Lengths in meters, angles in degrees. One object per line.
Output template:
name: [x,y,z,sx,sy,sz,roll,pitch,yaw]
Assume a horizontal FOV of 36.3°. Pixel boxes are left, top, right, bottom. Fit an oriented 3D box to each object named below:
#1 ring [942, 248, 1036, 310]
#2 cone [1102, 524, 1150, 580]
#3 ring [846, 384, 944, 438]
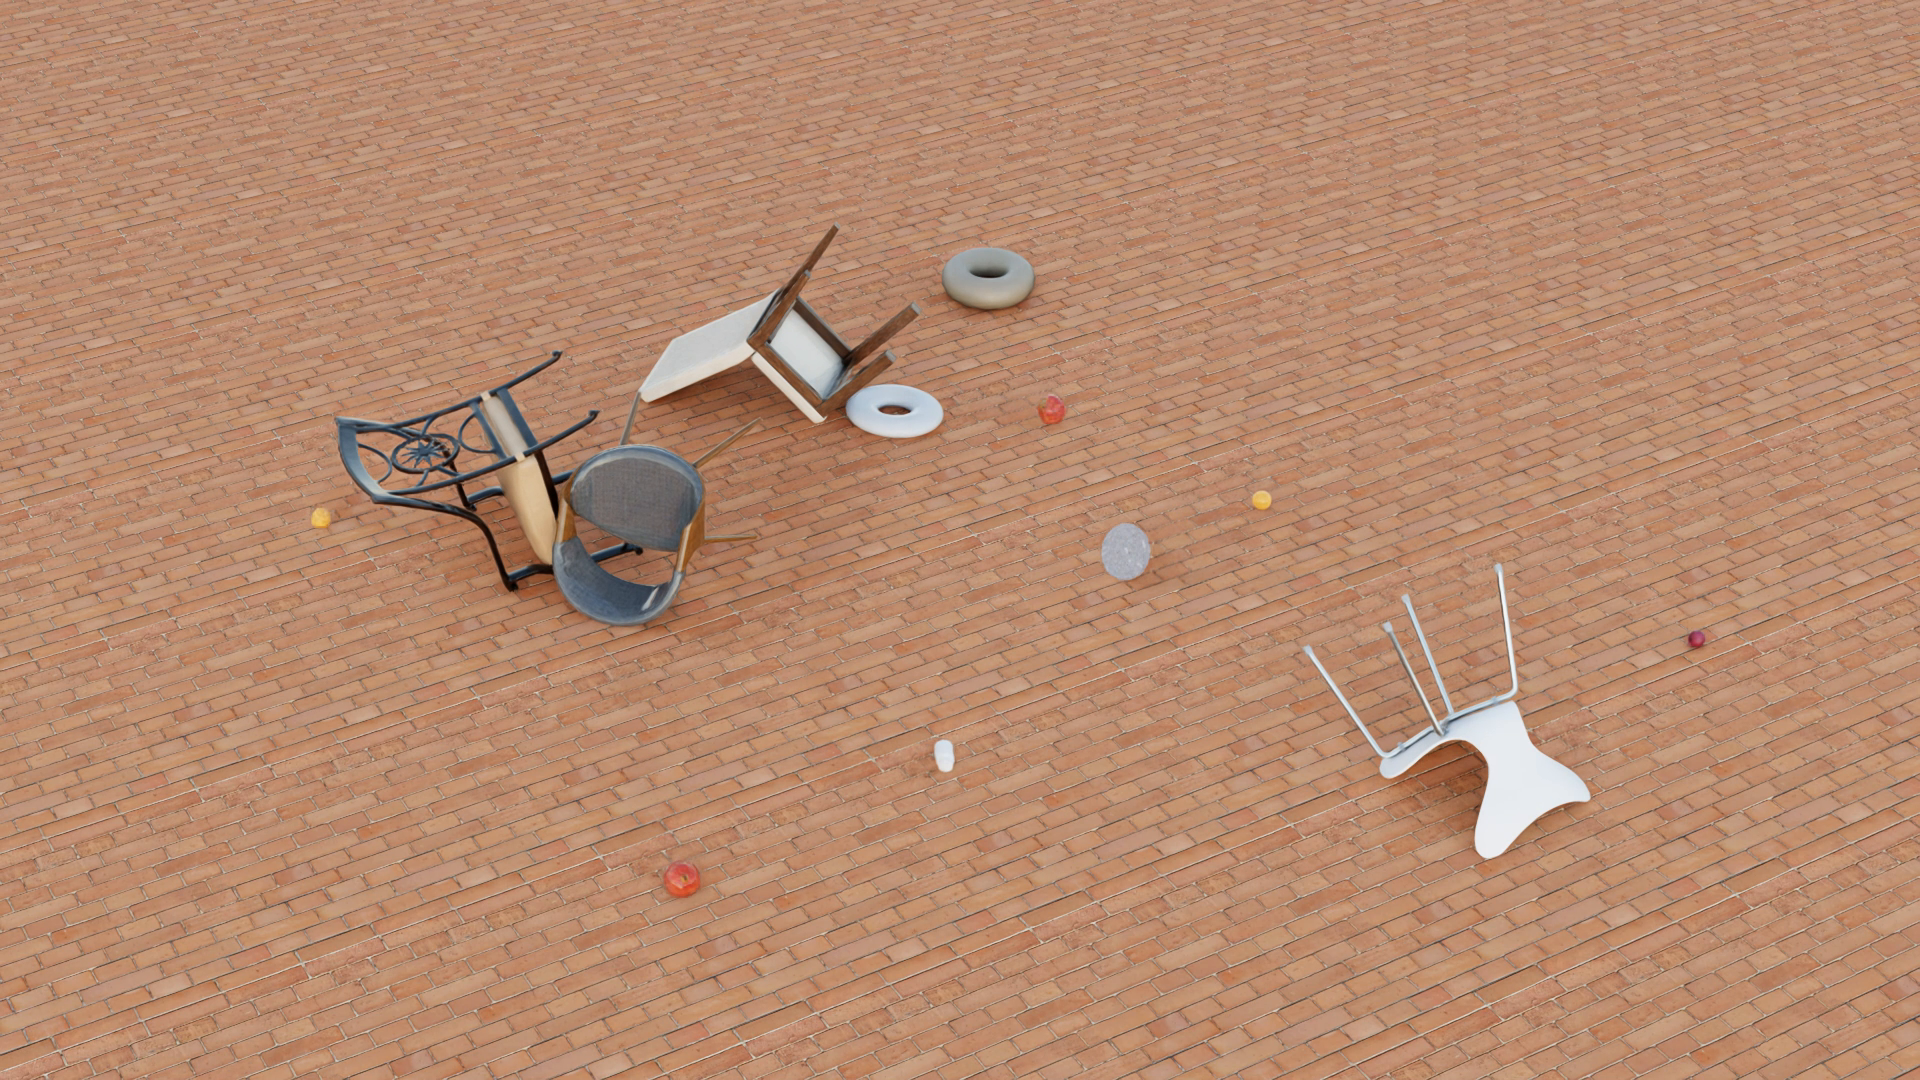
ring: [0.121,-1.118,12.526,0.402,0.129,0.433,1,33,-1]
cone: [0.650,0.052,10.786,0.205,0.207,0.166,-27,-19,28]
ring: [-0.261,-0.513,11.656,0.411,0.075,0.354,22,38,30]
